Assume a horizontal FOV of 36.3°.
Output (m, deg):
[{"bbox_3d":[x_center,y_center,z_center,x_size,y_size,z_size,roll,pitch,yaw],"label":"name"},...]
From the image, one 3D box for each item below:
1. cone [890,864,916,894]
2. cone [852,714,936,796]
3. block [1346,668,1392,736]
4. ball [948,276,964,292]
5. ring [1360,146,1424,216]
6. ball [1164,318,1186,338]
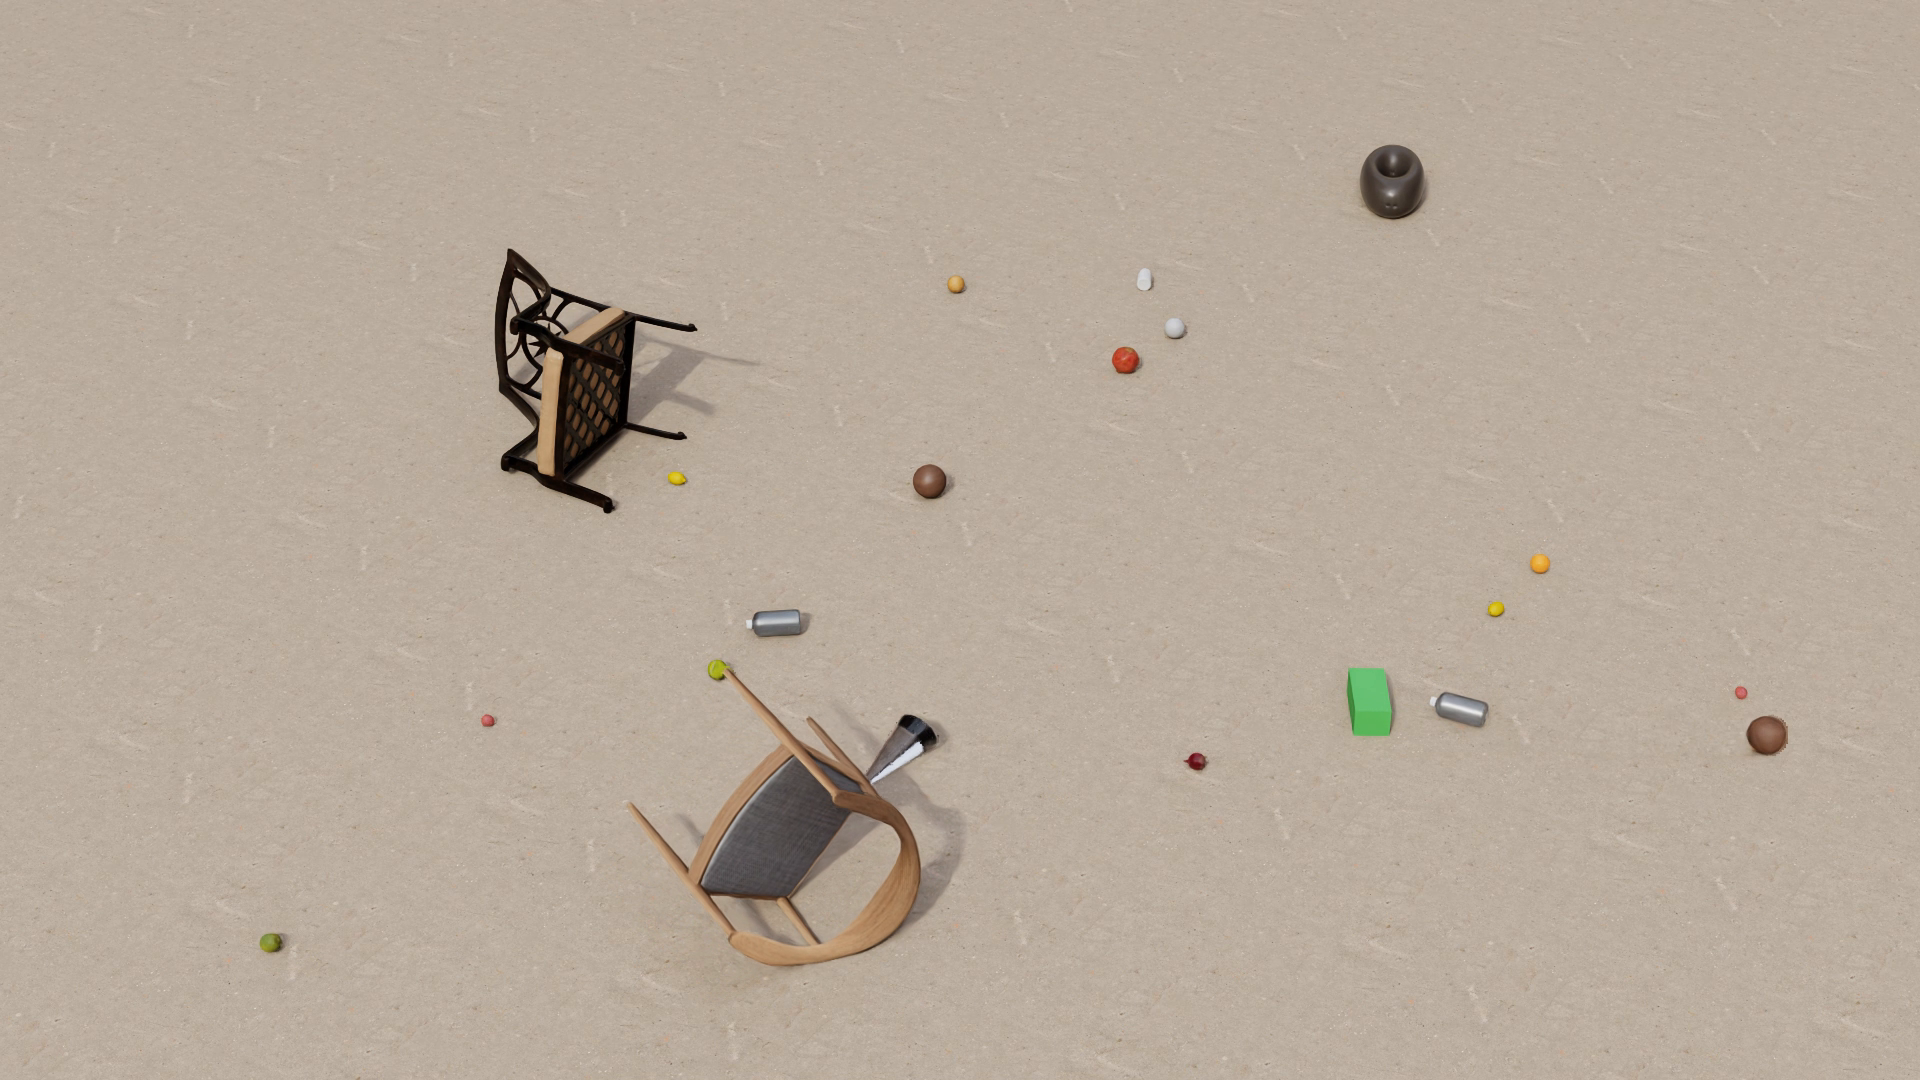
[{"bbox_3d":[-0.163,1.074,9.281,0.095,0.093,0.065,8,-3,28],"label":"cone"},{"bbox_3d":[-0.247,0.741,9.756,0.162,0.138,0.345,11,44,44],"label":"cone"},{"bbox_3d":[1.396,0.552,10.013,0.121,0.102,0.249,1,33,1],"label":"block"},{"bbox_3d":[-0.017,-1.094,12.537,0.076,0.076,0.076,0,33,0],"label":"ball"},{"bbox_3d":[1.953,-1.624,13.249,0.291,0.178,0.535,3,32,7],"label":"ring"},{"bbox_3d":[0.893,-0.882,12.204,0.088,0.088,0.088,0,33,0],"label":"ball"}]
